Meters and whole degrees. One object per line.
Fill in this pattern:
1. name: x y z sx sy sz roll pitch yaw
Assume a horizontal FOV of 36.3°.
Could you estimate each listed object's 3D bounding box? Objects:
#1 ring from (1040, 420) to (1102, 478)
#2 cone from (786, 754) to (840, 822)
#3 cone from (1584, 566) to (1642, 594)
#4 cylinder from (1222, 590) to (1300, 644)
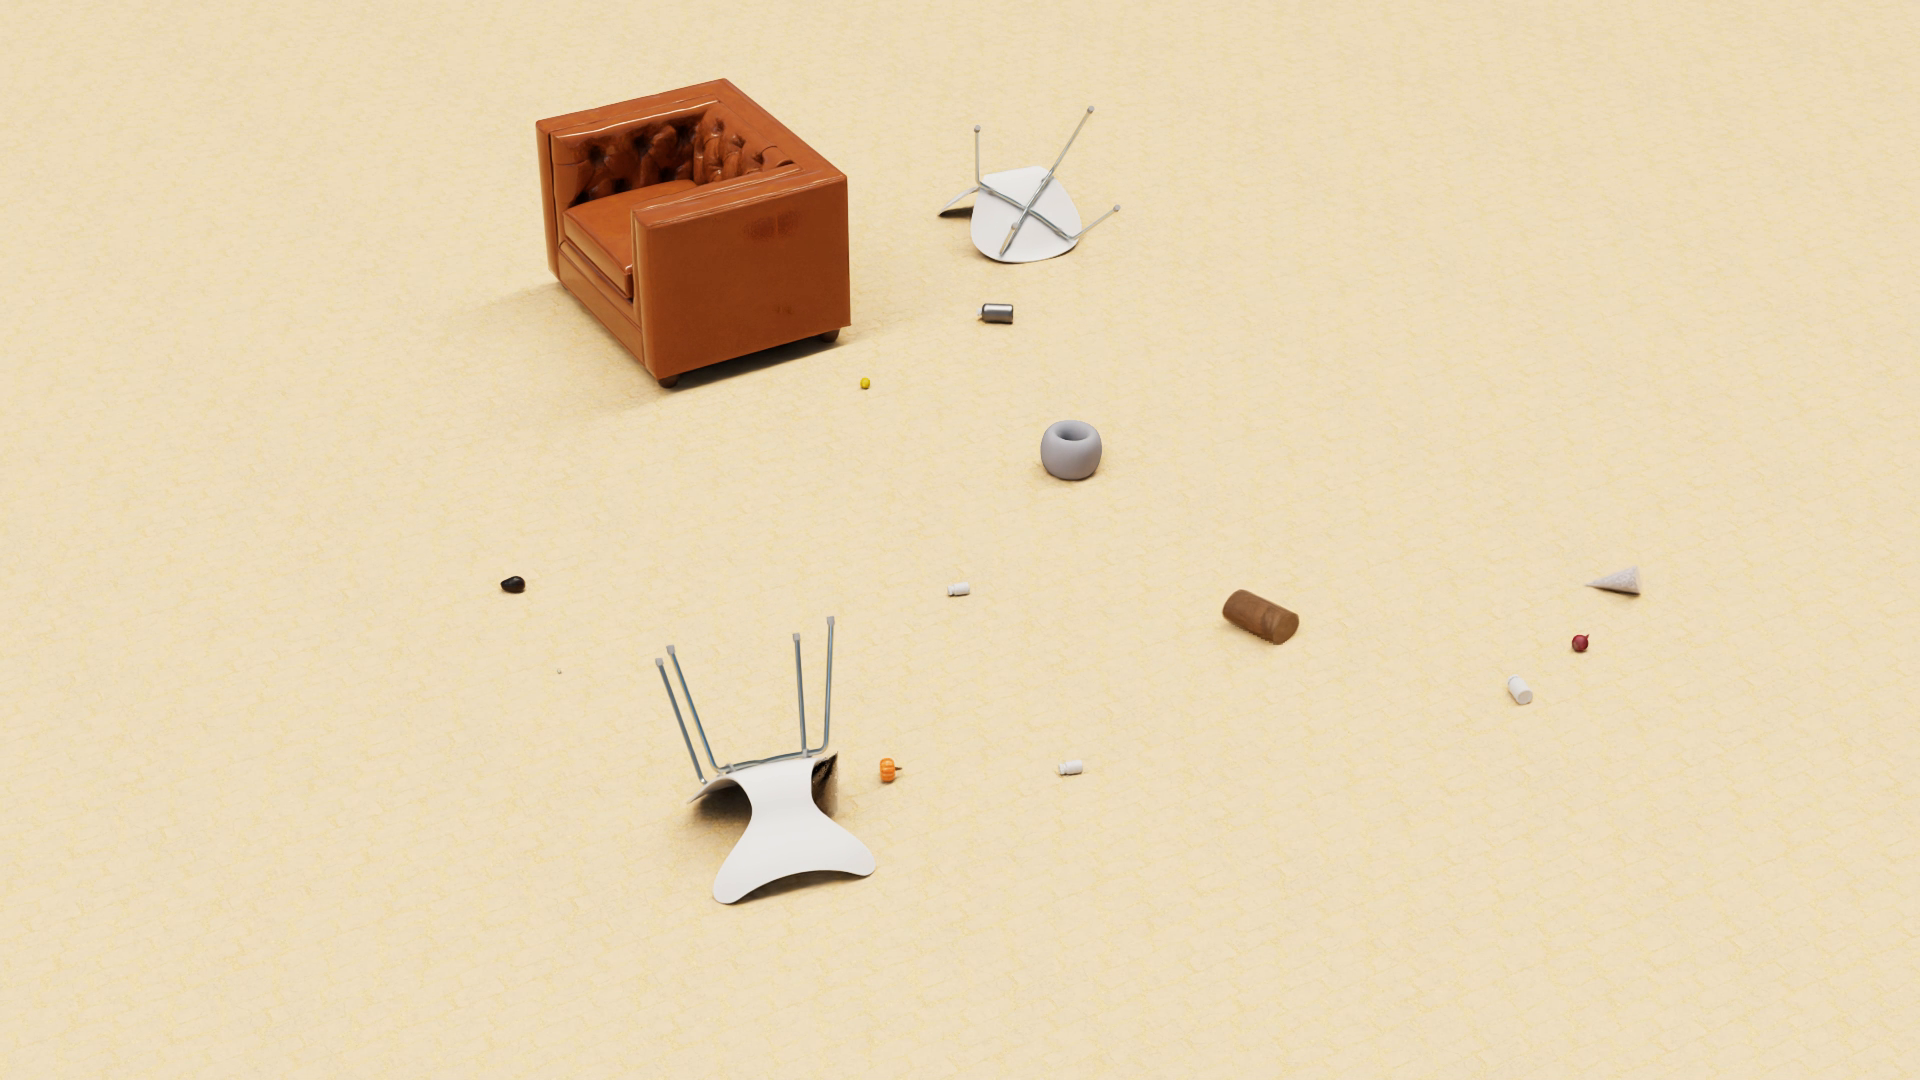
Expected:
1. ring: 0.429 -0.349 11.326 0.238 0.167 0.243 17 35 21
2. cone: -0.437 0.762 9.456 0.181 0.322 0.173 -9 62 -24
3. cone: 2.364 0.154 10.659 0.201 0.104 0.140 -7 -6 20
4. cylinder: 1.071 0.270 10.430 0.225 0.112 0.163 26 28 34
